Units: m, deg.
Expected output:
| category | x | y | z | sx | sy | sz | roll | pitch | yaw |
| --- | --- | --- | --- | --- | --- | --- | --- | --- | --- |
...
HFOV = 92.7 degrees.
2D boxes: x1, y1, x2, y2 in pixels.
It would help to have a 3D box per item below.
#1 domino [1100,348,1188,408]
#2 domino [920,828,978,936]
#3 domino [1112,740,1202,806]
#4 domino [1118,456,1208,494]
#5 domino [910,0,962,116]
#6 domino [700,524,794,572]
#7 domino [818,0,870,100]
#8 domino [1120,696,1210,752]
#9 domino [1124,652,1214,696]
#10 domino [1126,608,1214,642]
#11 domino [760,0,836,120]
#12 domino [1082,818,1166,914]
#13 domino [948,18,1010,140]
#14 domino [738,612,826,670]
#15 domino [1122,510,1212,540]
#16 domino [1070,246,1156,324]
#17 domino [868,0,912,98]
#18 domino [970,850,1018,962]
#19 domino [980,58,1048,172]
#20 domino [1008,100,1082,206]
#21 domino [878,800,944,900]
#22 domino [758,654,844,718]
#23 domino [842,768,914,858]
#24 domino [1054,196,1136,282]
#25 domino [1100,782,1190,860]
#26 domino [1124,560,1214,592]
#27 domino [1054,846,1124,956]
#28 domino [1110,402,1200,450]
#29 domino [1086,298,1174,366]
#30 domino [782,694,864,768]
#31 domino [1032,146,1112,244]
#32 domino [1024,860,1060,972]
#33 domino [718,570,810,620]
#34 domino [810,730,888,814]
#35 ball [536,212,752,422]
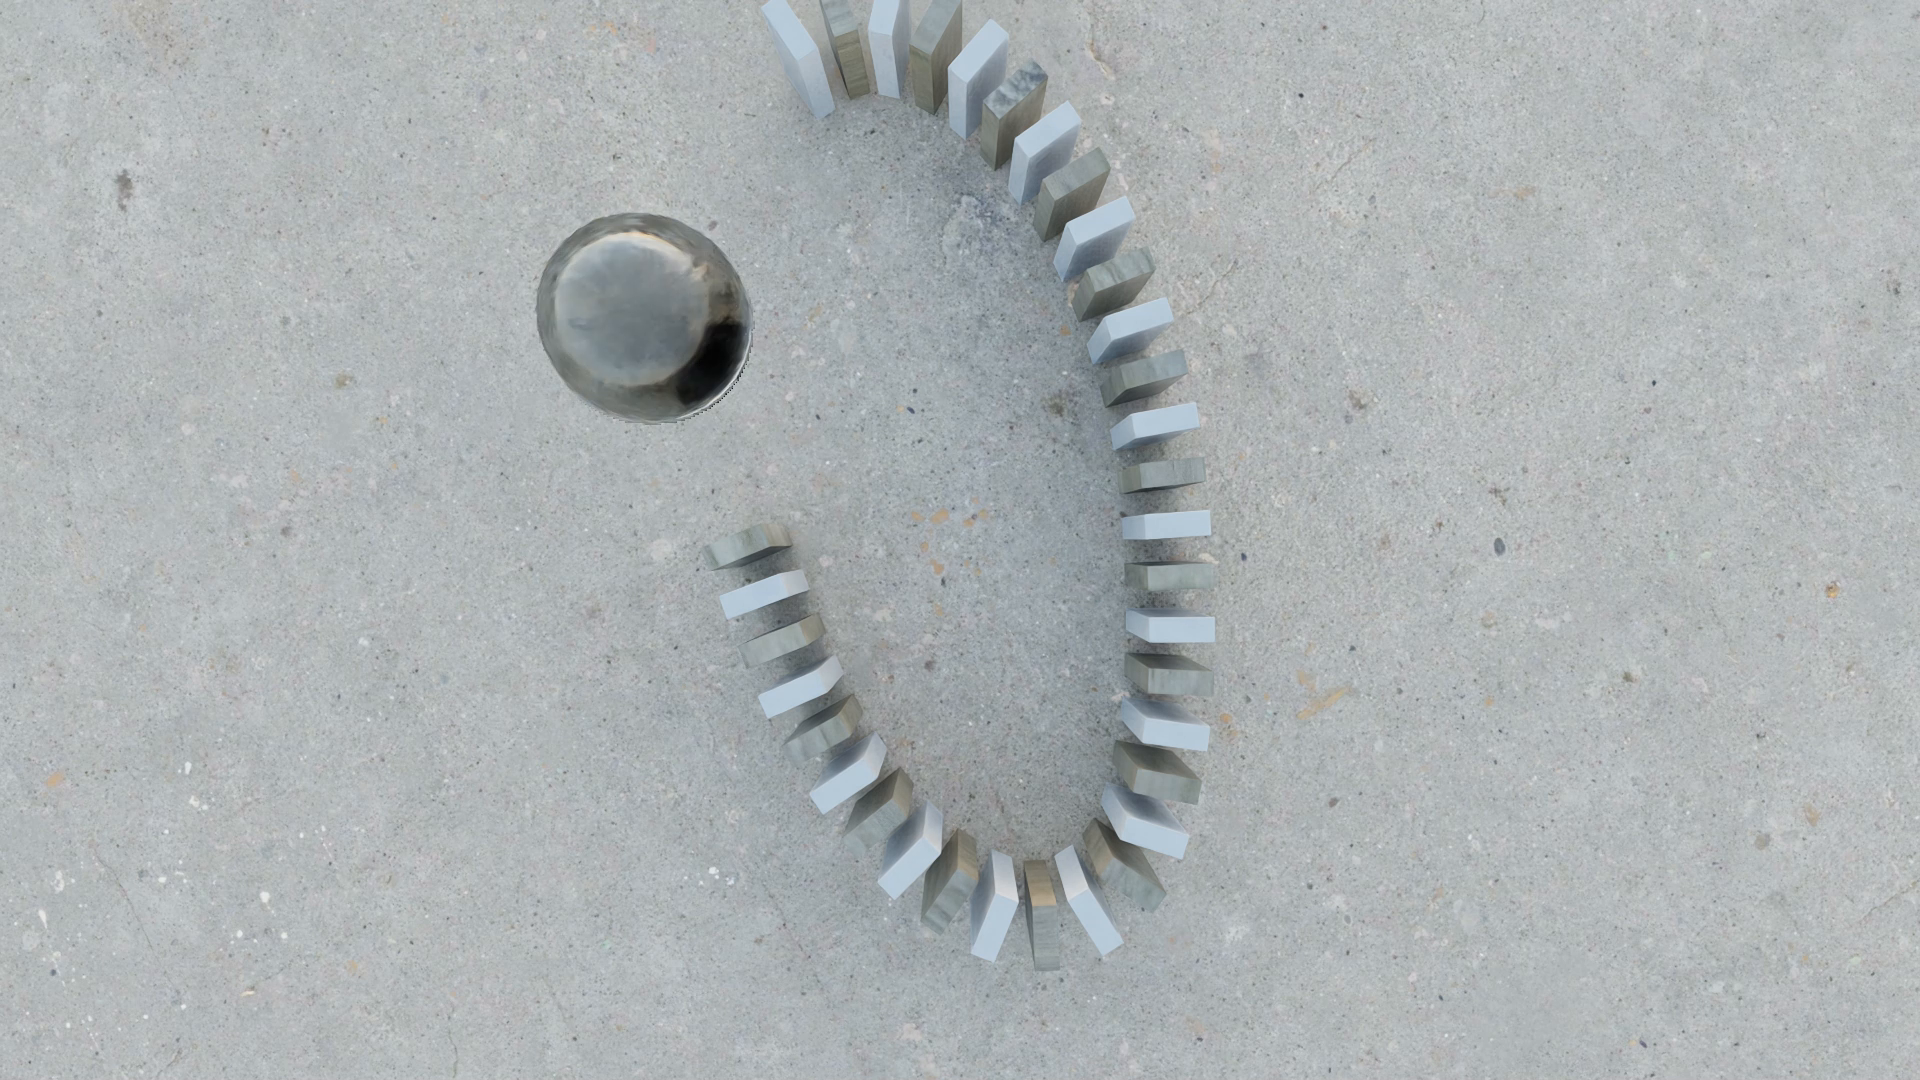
| category | x | y | z | sx | sy | sz | roll | pitch | yaw |
| --- | --- | --- | --- | --- | --- | --- | --- | --- | --- |
| domino | 0.074 | -0.065 | 0.375 | 0.025 | 0.050 | 0.010 | -15 | 90 | 0 |
| domino | -0.004 | 0.138 | 0.375 | 0.010 | 0.050 | 0.025 | 35 | 90 | 0 |
| domino | 0.079 | 0.094 | 0.375 | 0.025 | 0.050 | 0.010 | 11 | 90 | 0 |
| domino | 0.081 | -0.026 | 0.375 | 0.025 | 0.050 | 0.010 | -6 | 90 | 0 |
| domino | -0.009 | -0.198 | 0.375 | 0.010 | 0.050 | 0.025 | 29 | 90 | 0 |
| domino | -0.086 | 0.003 | 0.375 | 0.025 | 0.050 | 0.010 | -22 | 90 | 0 |
| domino | -0.048 | -0.205 | 0.375 | 0.010 | 0.050 | 0.025 | -20 | 90 | 0 |
| domino | 0.083 | 0.074 | 0.375 | 0.025 | 0.050 | 0.010 | 8 | 90 | 0 |
| domino | 0.084 | 0.054 | 0.375 | 0.025 | 0.050 | 0.009 | 3 | 90 | 0 |
| domino | 0.085 | 0.034 | 0.375 | 0.025 | 0.050 | 0.009 | 0 | 90 | 0 |
| domino | -0.065 | -0.196 | 0.375 | 0.010 | 0.050 | 0.025 | -34 | 90 | 0 |
| domino | 0.066 | 0.132 | 0.375 | 0.025 | 0.050 | 0.009 | 34 | 90 | 0 |
| domino | 0.007 | -0.187 | 0.375 | 0.010 | 0.050 | 0.025 | 41 | 90 | 0 |
| domino | -0.072 | 0.040 | 0.375 | 0.025 | 0.050 | 0.010 | -21 | 90 | 0 |
| domino | 0.083 | -0.006 | 0.375 | 0.025 | 0.050 | 0.009 | -4 | 90 | 0 |
| domino | 0.062 | -0.104 | 0.375 | 0.025 | 0.050 | 0.009 | -21 | 90 | 0 |
| domino | -0.028 | -0.206 | 0.375 | 0.009 | 0.050 | 0.025 | 13 | 90 | 0 |
| domino | 0.013 | 0.148 | 0.375 | 0.009 | 0.050 | 0.025 | 22 | 90 | 0 |
| domino | 0.021 | -0.173 | 0.375 | 0.025 | 0.050 | 0.010 | -41 | 90 | 0 |
| domino | 0.034 | -0.157 | 0.375 | 0.025 | 0.050 | 0.010 | -36 | 90 | 0 |
| domino | -0.019 | 0.125 | 0.375 | 0.009 | 0.050 | 0.025 | 45 | 90 | 0 |
| domino | -0.064 | 0.059 | 0.375 | 0.025 | 0.050 | 0.010 | -24 | 90 | 0 |
| domino | -0.033 | 0.110 | 0.375 | 0.025 | 0.050 | 0.009 | -39 | 90 | 0 |
| domino | 0.054 | -0.122 | 0.375 | 0.025 | 0.050 | 0.010 | -25 | 90 | 0 |
| domino | 0.074 | 0.114 | 0.375 | 0.025 | 0.050 | 0.009 | 18 | 90 | 0 |
| domino | 0.084 | 0.014 | 0.375 | 0.025 | 0.050 | 0.009 | -3 | 90 | 0 |
| domino | 0.052 | 0.146 | 0.375 | 0.010 | 0.050 | 0.025 | -32 | 90 | 0 |
| domino | 0.079 | -0.046 | 0.375 | 0.025 | 0.050 | 0.009 | -10 | 90 | 0 |
| domino | 0.069 | -0.085 | 0.375 | 0.025 | 0.050 | 0.010 | -18 | 90 | 0 |
| domino | -0.055 | 0.077 | 0.375 | 0.025 | 0.050 | 0.010 | -29 | 90 | 0 |
| domino | 0.045 | -0.140 | 0.375 | 0.025 | 0.050 | 0.010 | -30 | 90 | 0 |
| domino | 0.033 | 0.152 | 0.375 | 0.010 | 0.050 | 0.025 | -3 | 90 | 0 |
| domino | -0.079 | 0.022 | 0.375 | 0.025 | 0.050 | 0.010 | -21 | 90 | 0 |
| domino | -0.045 | 0.094 | 0.375 | 0.025 | 0.050 | 0.009 | -34 | 90 | 0 |
| ball | -0.123 | -0.087 | 0.360 | 0.080 | 0.080 | 0.080 | 0 | 90 | 0 |
